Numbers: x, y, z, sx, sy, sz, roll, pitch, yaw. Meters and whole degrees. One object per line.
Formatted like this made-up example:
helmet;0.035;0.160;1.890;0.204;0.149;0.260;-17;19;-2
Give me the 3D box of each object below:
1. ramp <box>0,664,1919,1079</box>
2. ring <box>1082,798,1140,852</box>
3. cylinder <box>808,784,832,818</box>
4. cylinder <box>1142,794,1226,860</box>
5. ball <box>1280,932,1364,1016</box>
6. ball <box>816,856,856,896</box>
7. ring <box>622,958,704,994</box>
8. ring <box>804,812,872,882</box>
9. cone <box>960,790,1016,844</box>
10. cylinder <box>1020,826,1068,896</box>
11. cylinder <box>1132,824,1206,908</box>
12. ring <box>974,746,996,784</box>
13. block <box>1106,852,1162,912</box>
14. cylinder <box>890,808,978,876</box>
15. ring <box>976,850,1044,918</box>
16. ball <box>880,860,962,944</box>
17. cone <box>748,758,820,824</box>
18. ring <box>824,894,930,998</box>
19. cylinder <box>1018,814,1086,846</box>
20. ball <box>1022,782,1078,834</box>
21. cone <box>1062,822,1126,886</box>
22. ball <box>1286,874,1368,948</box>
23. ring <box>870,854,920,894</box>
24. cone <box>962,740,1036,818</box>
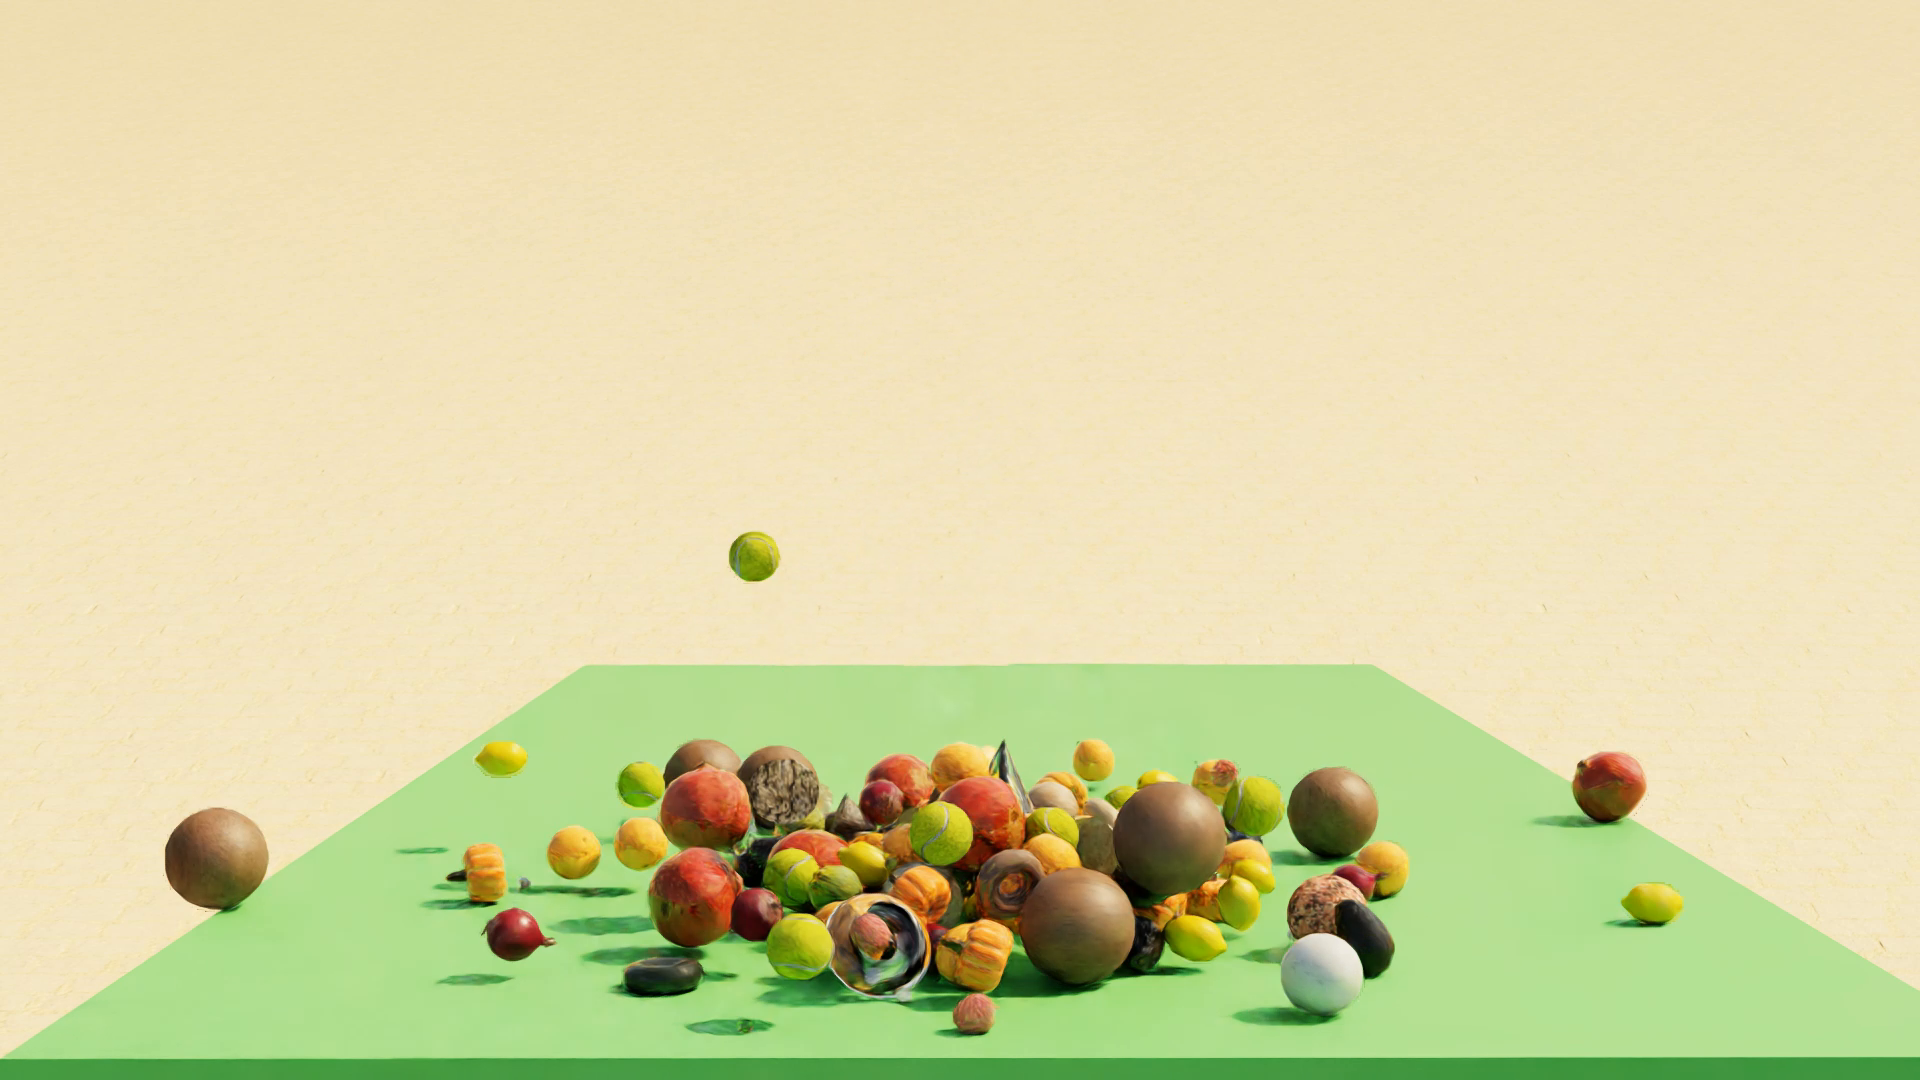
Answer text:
ramp;0.051;0.463;4.534;2.000;0.100;4.000;0;3;0
ring;0.205;0.390;3.484;0.033;0.098;0.098;-40;34;-11
cylinder;-0.239;0.409;4.064;0.053;0.053;0.053;2;18;41
cylinder;0.305;0.405;3.495;0.084;0.084;0.084;14;43;30
ball;0.381;0.458;2.709;0.087;0.087;0.087;0;22;0
ball;-0.163;0.442;3.383;0.054;0.054;0.054;0;22;0
ring;-0.327;0.481;2.840;0.089;0.030;0.089;-3;0;0
ring;-0.165;0.414;3.452;0.108;0.108;0.036;24;-6;45
cone;0.050;0.427;3.822;0.092;0.092;0.092;-3;30;-7
cylinder;0.127;0.425;3.380;0.076;0.076;0.076;19;29;38
cylinder;0.259;0.418;3.292;0.078;0.078;0.078;31;35;-25
ring;0.047;0.379;4.177;0.029;0.088;0.088;-4;20;17
block;0.219;0.430;3.240;0.052;0.052;0.052;9;20;30
cylinder;-0.035;0.412;3.513;0.085;0.085;0.085;14;7;-44
ring;0.057;0.388;2.902;0.084;0.084;0.028;-10;21;-22
ball;-0.046;0.434;3.077;0.100;0.100;0.100;0;22;0
cone;-0.210;0.316;3.048;0.084;0.084;0.084;2;58;-4
ring;-0.090;0.444;2.816;0.123;0.041;0.123;12;52;-15
cylinder;0.133;0.419;3.655;0.072;0.072;0.072;-17;12;-35
ball;0.123;0.372;3.531;0.081;0.081;0.081;0;22;0
cone;0.181;0.369;3.130;0.082;0.082;0.082;15;22;32
ball;0.430;0.439;3.011;0.095;0.095;0.095;0;22;0
ring;-0.071;0.437;3.251;0.087;0.029;0.087;7;61;-14
cone;0.052;0.296;3.221;0.095;0.095;0.095;4;-11;1
